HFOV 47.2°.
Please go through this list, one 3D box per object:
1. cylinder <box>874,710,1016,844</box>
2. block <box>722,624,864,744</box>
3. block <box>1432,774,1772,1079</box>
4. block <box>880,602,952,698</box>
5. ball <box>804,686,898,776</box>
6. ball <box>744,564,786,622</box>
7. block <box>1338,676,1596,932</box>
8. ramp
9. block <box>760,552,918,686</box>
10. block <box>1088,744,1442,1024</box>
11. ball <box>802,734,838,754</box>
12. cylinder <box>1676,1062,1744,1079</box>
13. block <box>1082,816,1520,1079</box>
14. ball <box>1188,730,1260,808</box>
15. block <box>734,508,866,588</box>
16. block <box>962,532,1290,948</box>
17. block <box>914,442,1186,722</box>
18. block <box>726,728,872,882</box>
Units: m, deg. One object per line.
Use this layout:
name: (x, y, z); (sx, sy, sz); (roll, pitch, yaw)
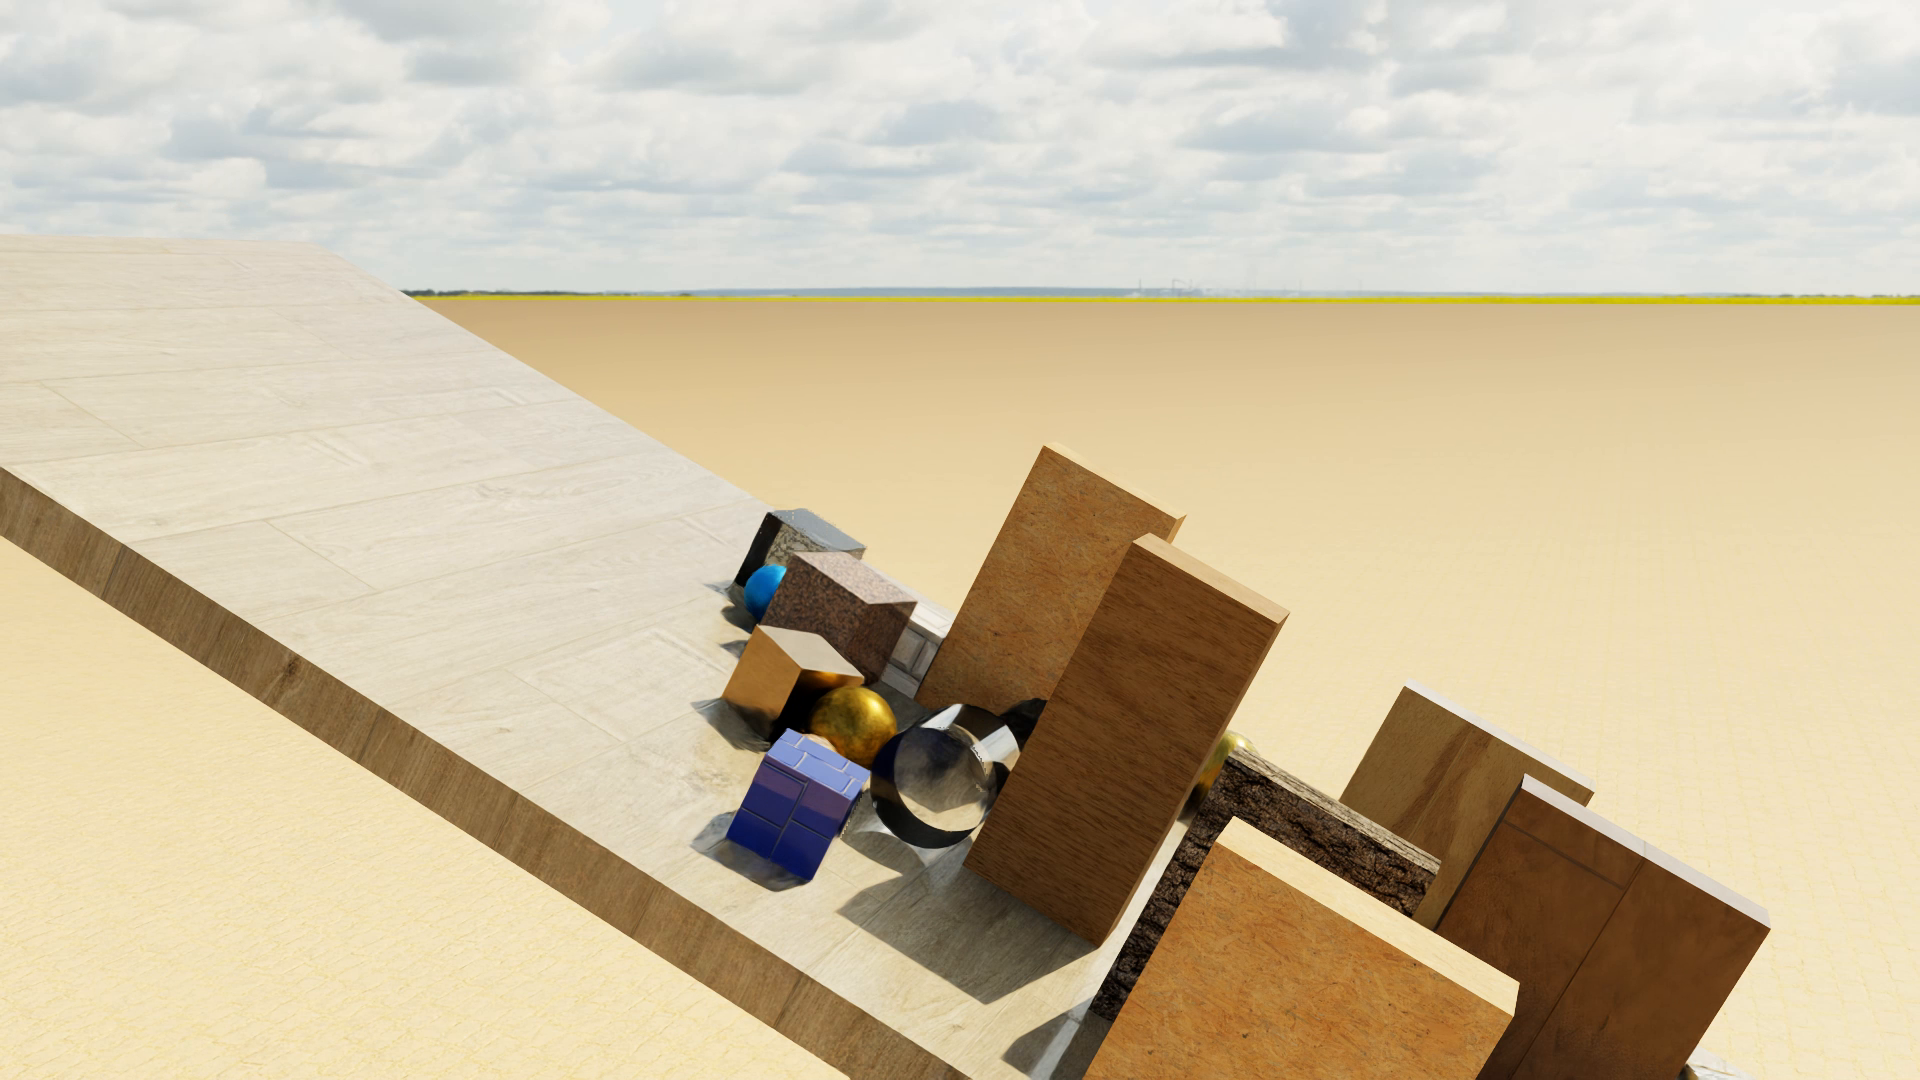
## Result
cylinder: (-0.023, 0.406, 3.803); (0.210, 0.210, 0.210); (1, 0, 12)
block: (-0.299, 0.264, 3.934); (0.152, 0.152, 0.152); (12, 20, -46)
block: (1.007, 0.753, 3.695); (0.445, 0.562, 0.110); (30, 14, 12)
block: (-0.101, 0.217, 4.487); (0.142, 0.142, 0.142); (30, 14, 14)
ball: (-0.191, 0.337, 3.844); (0.163, 0.163, 0.163); (0, 7, 0)
ball: (-0.374, 0.110, 4.417); (0.120, 0.120, 0.120); (0, 7, 0)
block: (0.978, 0.587, 4.449); (0.419, 0.463, 0.098); (30, 14, 12)
ramp: (-0.230, 0.384, 4.152); (4.000, 0.100, 2.000); (30, 14, 12)
block: (-0.244, 0.157, 4.333); (0.194, 0.194, 0.194); (33, 15, 24)
block: (0.467, 0.613, 3.403); (0.354, 0.472, 0.086); (30, 14, 12)
ball: (-0.255, 0.379, 3.680); (0.111, 0.111, 0.111); (0, 7, 0)
cylinder: (1.371, 1.060, 4.087); (0.162, 0.162, 0.162); (19, -3, -28)
block: (0.450, 0.708, 3.032); (0.445, 0.470, 0.144); (30, 14, 12)
ball: (0.547, 0.486, 4.620); (0.179, 0.179, 0.179); (0, 7, 0)
block: (-0.333, 0.051, 4.606); (0.168, 0.168, 0.168); (32, 15, 18)
block: (0.278, 0.337, 3.711); (0.272, 0.637, 0.133); (30, 14, 12)
block: (0.176, 0.135, 4.362); (0.299, 0.585, 0.098); (30, 14, 12)
block: (-0.253, 0.416, 3.468); (0.151, 0.151, 0.151); (28, 14, 3)
